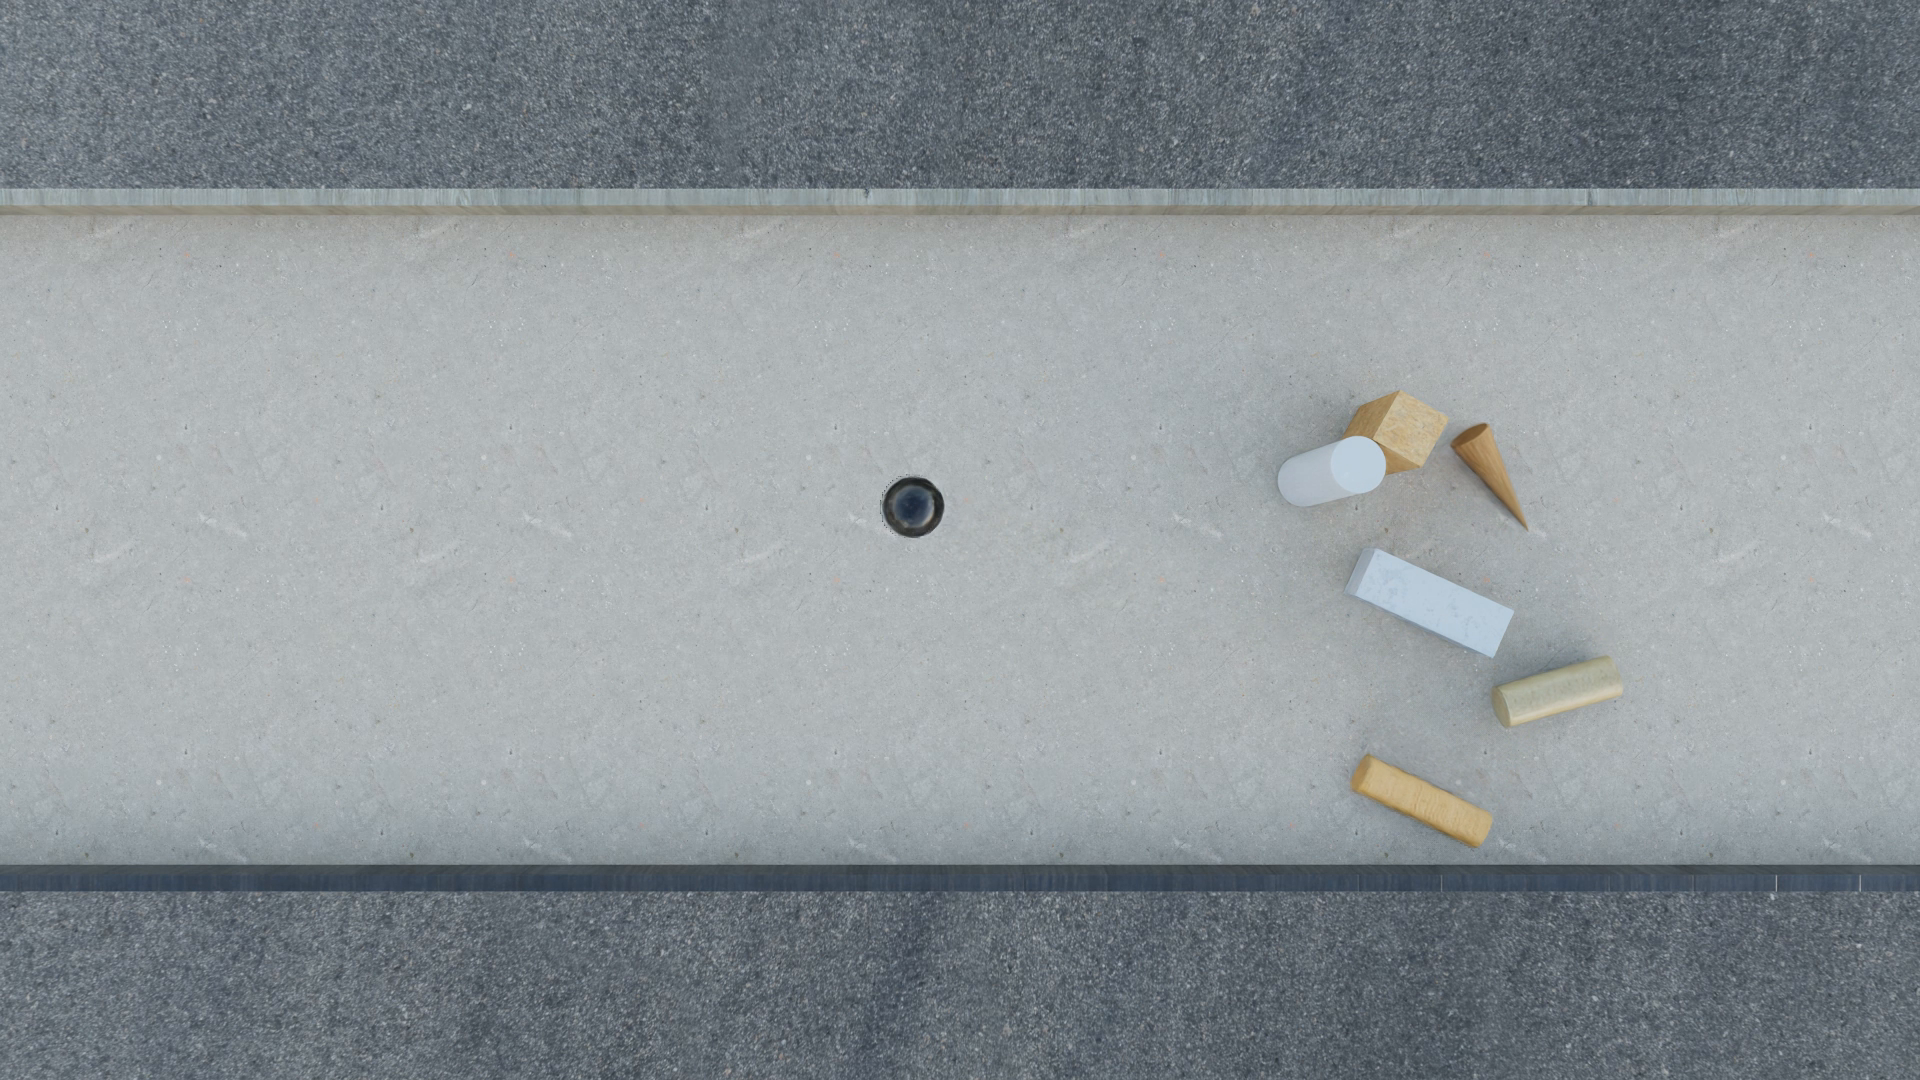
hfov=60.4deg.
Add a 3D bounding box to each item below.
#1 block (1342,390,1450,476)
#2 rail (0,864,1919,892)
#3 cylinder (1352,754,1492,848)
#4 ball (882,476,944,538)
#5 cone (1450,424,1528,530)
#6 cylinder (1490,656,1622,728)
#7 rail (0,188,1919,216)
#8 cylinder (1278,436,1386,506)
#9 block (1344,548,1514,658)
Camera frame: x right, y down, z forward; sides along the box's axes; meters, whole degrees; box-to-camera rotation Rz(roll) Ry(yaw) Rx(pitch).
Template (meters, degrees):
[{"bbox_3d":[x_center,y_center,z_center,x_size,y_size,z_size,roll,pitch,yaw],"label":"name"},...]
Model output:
[{"bbox_3d":[1.263,-0.308,4.850,0.160,0.450,0.160,30,89,0],"label":"block"},{"bbox_3d":[-2.247,1.025,5.001,12.000,0.150,0.050,0,90,0],"label":"rail"},{"bbox_3d":[1.405,0.793,5.018,0.409,0.116,0.116,26,90,0],"label":"cylinder"},{"bbox_3d":[-0.140,-0.099,4.983,0.186,0.186,0.186,0,90,0],"label":"ball"},{"bbox_3d":[1.649,-0.169,5.046,0.124,0.124,0.367,-35,100,0],"label":"cone"},{"bbox_3d":[1.812,0.460,5.012,0.356,0.130,0.130,-16,90,0],"label":"cylinder"},{"bbox_3d":[-2.247,-1.025,5.002,12.000,0.150,0.050,0,90,0],"label":"rail"},{"bbox_3d":[1.084,-0.196,4.839,0.161,0.457,0.161,1,86,-8],"label":"cylinder"},{"bbox_3d":[1.417,0.188,4.999,0.452,0.154,0.154,24,90,0],"label":"block"}]
